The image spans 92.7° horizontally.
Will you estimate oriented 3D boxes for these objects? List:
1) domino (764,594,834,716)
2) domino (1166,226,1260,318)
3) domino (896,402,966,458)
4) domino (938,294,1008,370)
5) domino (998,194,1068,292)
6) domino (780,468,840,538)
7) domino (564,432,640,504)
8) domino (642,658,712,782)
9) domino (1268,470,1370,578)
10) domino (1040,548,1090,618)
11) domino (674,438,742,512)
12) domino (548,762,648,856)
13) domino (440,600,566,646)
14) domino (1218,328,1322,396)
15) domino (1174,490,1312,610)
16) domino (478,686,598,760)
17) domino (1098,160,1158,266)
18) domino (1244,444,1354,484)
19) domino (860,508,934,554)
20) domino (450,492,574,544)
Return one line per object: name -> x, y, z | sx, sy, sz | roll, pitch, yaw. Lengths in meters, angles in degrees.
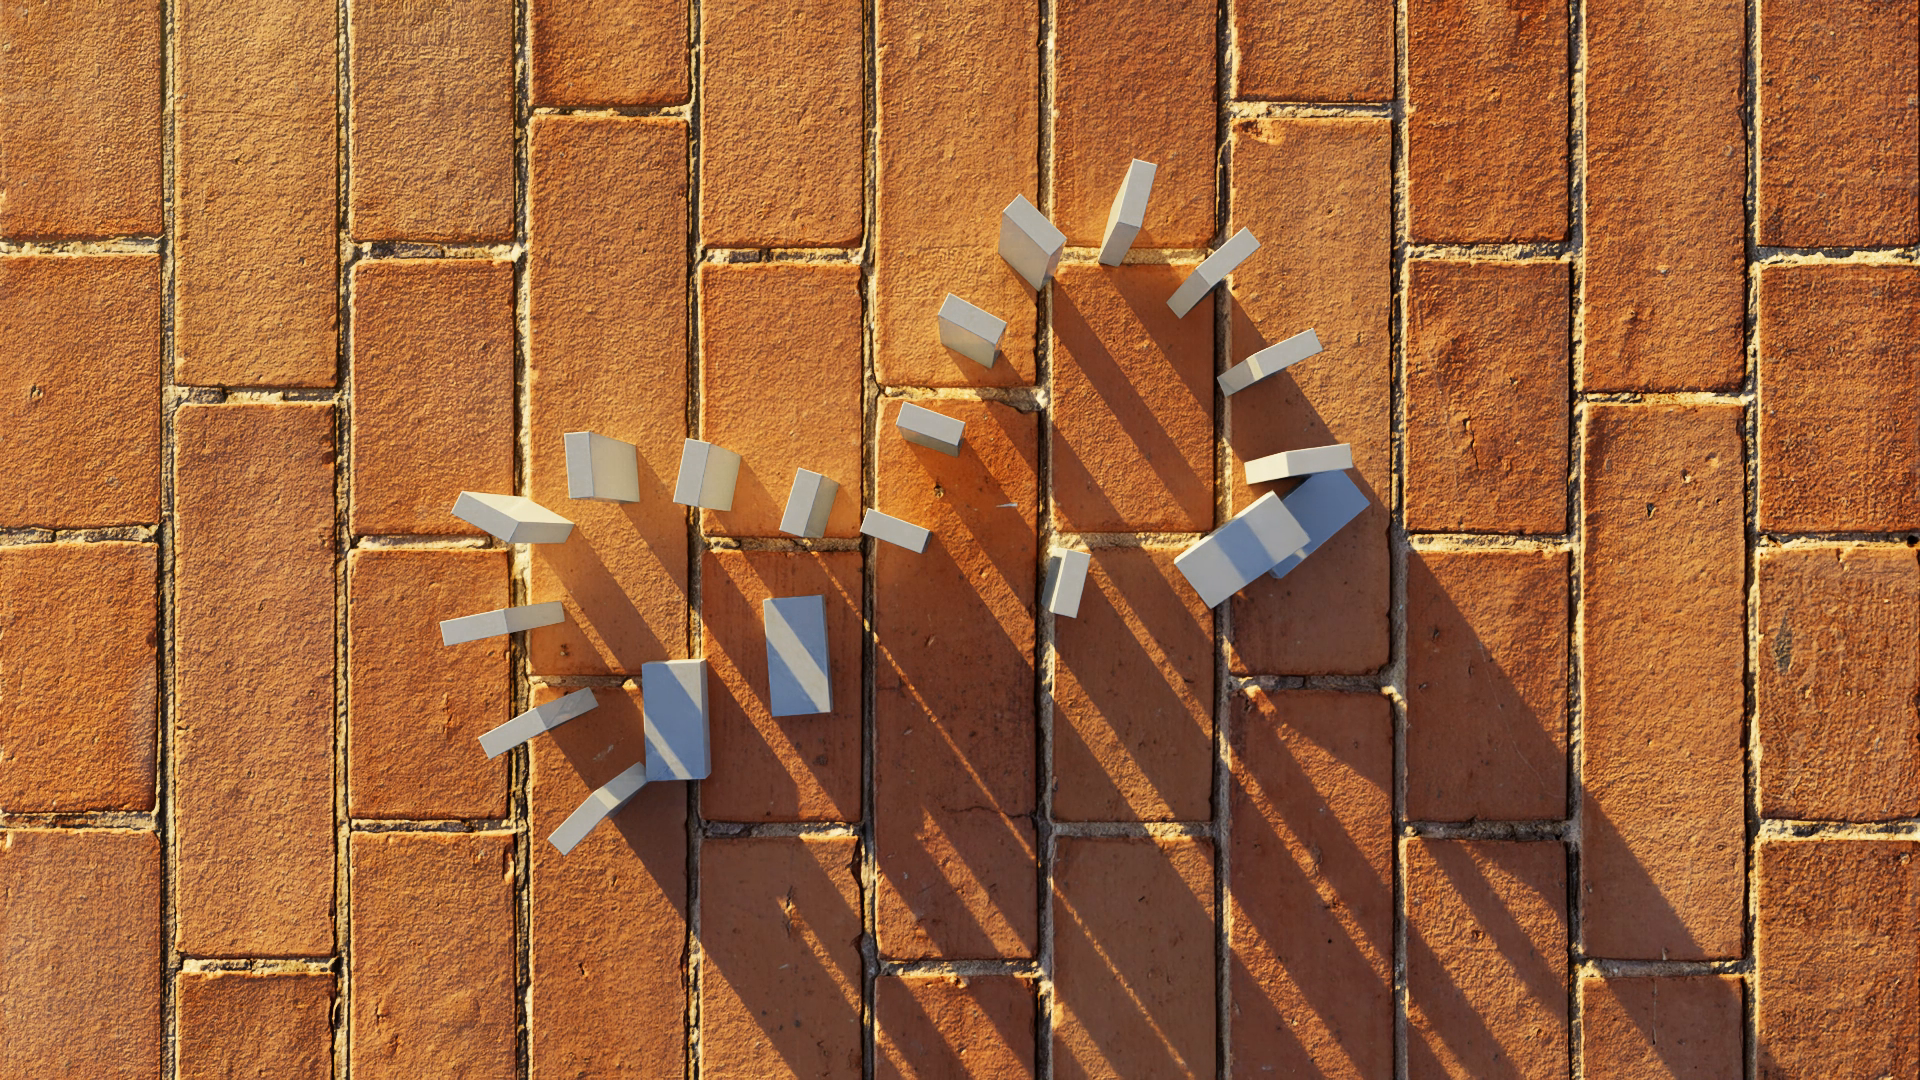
domino -> -0.070, 0.049, 0.395 | 0.025, 0.009, 0.050 | -4, 90, 0
domino -> 0.103, -0.108, 0.375 | 0.025, 0.050, 0.009 | -40, 90, 0
domino -> -0.011, -0.044, 0.375 | 0.025, 0.050, 0.009 | 19, 90, 0
domino -> 0.005, -0.085, 0.375 | 0.025, 0.050, 0.009 | 28, 90, 0
domino -> 0.029, -0.120, 0.375 | 0.025, 0.050, 0.009 | 44, 90, 0
domino -> -0.061, -0.014, 0.375 | 0.010, 0.050, 0.025 | 17, 90, 0
domino -> -0.145, -0.029, 0.375 | 0.010, 0.050, 0.025 | -5, 90, 0
domino -> -0.122, 0.077, 0.395 | 0.025, 0.009, 0.050 | -2, 90, 0
domino -> 0.148, -0.009, 0.395 | 0.050, 0.010, 0.025 | -40, 90, 0
domino -> 0.043, 0.017, 0.375 | 0.010, 0.050, 0.025 | 13, 90, 0
domino -> -0.102, -0.026, 0.375 | 0.010, 0.050, 0.025 | 11, 90, 0
domino -> -0.146, 0.109, 0.375 | 0.009, 0.050, 0.025 | 45, 90, 0
domino -> -0.186, 0.033, 0.375 | 0.025, 0.050, 0.009 | -12, 90, 0
domino -> 0.125, -0.072, 0.375 | 0.025, 0.050, 0.010 | -24, 90, 0
domino -> 0.119, 0.004, 0.387 | 0.050, 0.010, 0.025 | -38, 91, 19
domino -> -0.171, 0.074, 0.375 | 0.025, 0.050, 0.009 | -28, 90, 0
domino -> 0.068, -0.132, 0.375 | 0.009, 0.050, 0.025 | 15, 90, 0
domino -> 0.137, -0.031, 0.375 | 0.025, 0.050, 0.010 | -8, 90, 0
domino -> -0.025, -0.003, 0.375 | 0.025, 0.050, 0.009 | 20, 90, 0
domino -> -0.181, -0.009, 0.375 | 0.025, 0.050, 0.010 | 27, 90, 0
